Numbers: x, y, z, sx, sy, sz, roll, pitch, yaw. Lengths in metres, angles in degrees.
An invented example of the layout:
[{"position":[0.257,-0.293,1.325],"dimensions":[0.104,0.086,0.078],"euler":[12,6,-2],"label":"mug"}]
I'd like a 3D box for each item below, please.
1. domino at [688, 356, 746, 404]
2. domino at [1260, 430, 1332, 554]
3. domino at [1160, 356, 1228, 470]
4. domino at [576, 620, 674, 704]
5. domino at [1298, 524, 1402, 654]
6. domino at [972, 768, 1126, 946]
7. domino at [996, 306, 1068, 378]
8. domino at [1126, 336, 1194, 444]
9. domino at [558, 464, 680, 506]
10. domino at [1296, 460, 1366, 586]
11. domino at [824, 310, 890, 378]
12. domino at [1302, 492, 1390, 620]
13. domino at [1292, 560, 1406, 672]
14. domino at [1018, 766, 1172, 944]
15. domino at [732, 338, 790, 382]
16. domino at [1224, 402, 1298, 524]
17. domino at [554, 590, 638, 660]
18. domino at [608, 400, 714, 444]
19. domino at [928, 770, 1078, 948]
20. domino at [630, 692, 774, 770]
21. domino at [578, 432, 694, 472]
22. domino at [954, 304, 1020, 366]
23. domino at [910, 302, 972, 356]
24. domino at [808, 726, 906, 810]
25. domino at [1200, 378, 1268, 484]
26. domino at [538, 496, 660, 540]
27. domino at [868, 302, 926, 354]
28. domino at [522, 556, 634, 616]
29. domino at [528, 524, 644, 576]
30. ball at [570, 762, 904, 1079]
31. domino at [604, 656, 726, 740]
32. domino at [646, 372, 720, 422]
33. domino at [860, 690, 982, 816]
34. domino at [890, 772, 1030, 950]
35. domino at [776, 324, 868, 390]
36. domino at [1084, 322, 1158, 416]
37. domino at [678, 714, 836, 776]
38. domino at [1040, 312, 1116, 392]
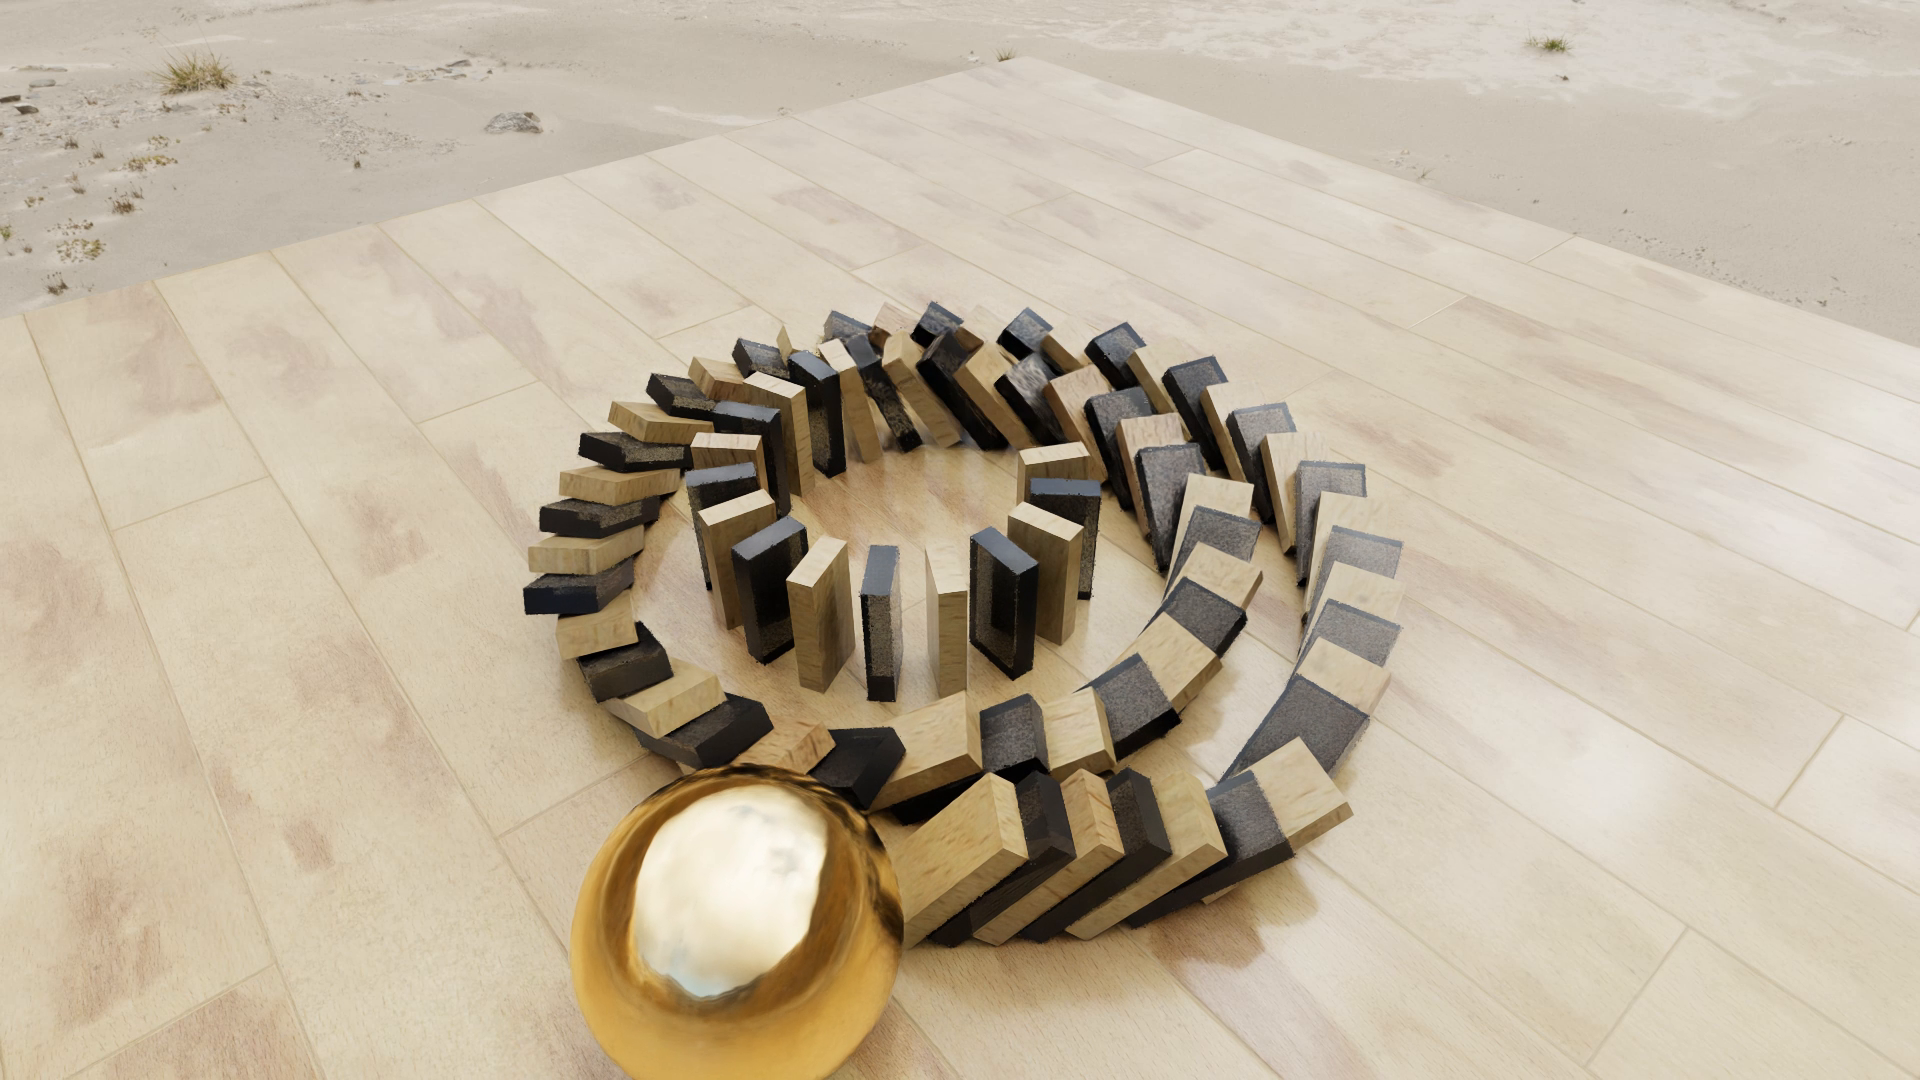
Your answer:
[{"position":[-0.099,-0.072,0.513],"dimensions":[0.050,0.009,0.025],"euler":[5,29,-42],"label":"domino"},{"position":[0.141,-0.020,0.450],"dimensions":[0.025,0.009,0.050],"euler":[-4,67,-4],"label":"domino"},{"position":[0.114,-0.058,0.496],"dimensions":[0.025,0.009,0.050],"euler":[-18,71,-20],"label":"domino"},{"position":[-0.116,0.041,0.376],"dimensions":[0.025,0.010,0.050],"euler":[-19,15,-22],"label":"domino"},{"position":[0.142,0.021,0.399],"dimensions":[0.025,0.009,0.050],"euler":[15,70,17],"label":"domino"},{"position":[0.022,0.089,0.308],"dimensions":[0.009,0.050,0.025],"euler":[32,28,-29],"label":"domino"},{"position":[0.045,-0.090,0.535],"dimensions":[0.050,0.009,0.025],"euler":[39,47,2],"label":"domino"},{"position":[0.101,-0.069,0.509],"dimensions":[0.025,0.010,0.050],"euler":[-21,72,-24],"label":"domino"},{"position":[-0.140,-0.024,0.455],"dimensions":[0.025,0.010,0.050],"euler":[11,12,13],"label":"domino"},{"position":[0.146,-0.006,0.433],"dimensions":[0.025,0.010,0.050],"euler":[4,68,5],"label":"domino"},{"position":[-0.042,-0.093,0.539],"dimensions":[0.050,0.009,0.025],"euler":[20,34,-22],"label":"domino"},{"position":[0.146,0.008,0.416],"dimensions":[0.025,0.010,0.050],"euler":[10,69,11],"label":"domino"},{"position":[0.135,0.035,0.384],"dimensions":[0.025,0.009,0.050],"euler":[19,71,22],"label":"domino"},{"position":[0.035,0.089,0.308],"dimensions":[0.010,0.050,0.025],"euler":[32,28,-29],"label":"domino"},{"position":[-0.081,-0.081,0.524],"dimensions":[0.050,0.009,0.025],"euler":[10,30,-35],"label":"domino"},{"position":[0.133,-0.033,0.466],"dimensions":[0.025,0.009,0.050],"euler":[-10,68,-12],"label":"domino"},{"position":[-0.128,0.029,0.389],"dimensions":[0.025,0.010,0.050],"euler":[-13,11,-16],"label":"domino"},{"position":[-0.127,-0.052,0.488],"dimensions":[0.025,0.009,0.050],"euler":[28,18,31],"label":"domino"},{"position":[0.009,0.089,0.307],"dimensions":[0.009,0.050,0.025],"euler":[31,28,-29],"label":"domino"},{"position":[-0.084,0.059,0.353],"dimensions":[0.025,0.009,0.050],"euler":[-33,21,-33],"label":"domino"},{"position":[-0.136,-0.039,0.472],"dimensions":[0.025,0.009,0.050],"euler":[19,14,22],"label":"domino"},{"position":[0.023,-0.093,0.539],"dimensions":[0.050,0.009,0.025],"euler":[34,43,-4],"label":"domino"},{"position":[0.002,-0.096,0.542],"dimensions":[0.050,0.010,0.025],"euler":[31,41,-8],"label":"domino"},{"position":[-0.044,0.071,0.339],"dimensions":[0.050,0.009,0.025],"euler":[-9,30,36],"label":"domino"},{"position":[0.126,-0.046,0.481],"dimensions":[0.025,0.010,0.050],"euler":[-11,69,-14],"label":"domino"},{"position":[-0.143,-0.011,0.439],"dimensions":[0.025,0.010,0.050],"euler":[7,12,9],"label":"domino"},{"position":[-0.019,-0.096,0.543],"dimensions":[0.050,0.010,0.025],"euler":[27,38,-12],"label":"domino"},{"position":[-0.139,0.016,0.405],"dimensions":[0.025,0.010,0.050],"euler":[-2,11,-2],"label":"domino"},{"position":[-0.142,0.003,0.422],"dimensions":[0.025,0.009,0.050],"euler":[2,11,3],"label":"domino"},{"position":[-0.054,0.096,0.271],"dimensions":[0.080,0.080,0.080],"euler":[0,39,0],"label":"ball"},{"position":[-0.099,0.051,0.364],"dimensions":[0.025,0.009,0.050],"euler":[-28,19,-30],"label":"domino"},{"position":[-0.115,-0.063,0.503],"dimensions":[0.050,0.010,0.025],"euler":[3,28,-45],"label":"domino"},{"position":[-0.018,0.068,0.343],"dimensions":[0.050,0.009,0.025],"euler":[-24,36,17],"label":"domino"},{"position":[-0.003,0.090,0.307],"dimensions":[0.010,0.050,0.025],"euler":[31,28,-29],"label":"domino"},{"position":[-0.062,-0.087,0.532],"dimensions":[0.050,0.009,0.025],"euler":[14,31,-30],"label":"domino"},{"position":[0.084,-0.078,0.520],"dimensions":[0.025,0.010,0.050],"euler":[-31,77,-32],"label":"domino"},{"position":[-0.065,0.066,0.344],"dimensions":[0.050,0.010,0.025],"euler":[-4,29,45],"label":"domino"},{"position":[0.065,-0.085,0.529],"dimensions":[0.050,0.009,0.025],"euler":[44,51,5],"label":"domino"}]
